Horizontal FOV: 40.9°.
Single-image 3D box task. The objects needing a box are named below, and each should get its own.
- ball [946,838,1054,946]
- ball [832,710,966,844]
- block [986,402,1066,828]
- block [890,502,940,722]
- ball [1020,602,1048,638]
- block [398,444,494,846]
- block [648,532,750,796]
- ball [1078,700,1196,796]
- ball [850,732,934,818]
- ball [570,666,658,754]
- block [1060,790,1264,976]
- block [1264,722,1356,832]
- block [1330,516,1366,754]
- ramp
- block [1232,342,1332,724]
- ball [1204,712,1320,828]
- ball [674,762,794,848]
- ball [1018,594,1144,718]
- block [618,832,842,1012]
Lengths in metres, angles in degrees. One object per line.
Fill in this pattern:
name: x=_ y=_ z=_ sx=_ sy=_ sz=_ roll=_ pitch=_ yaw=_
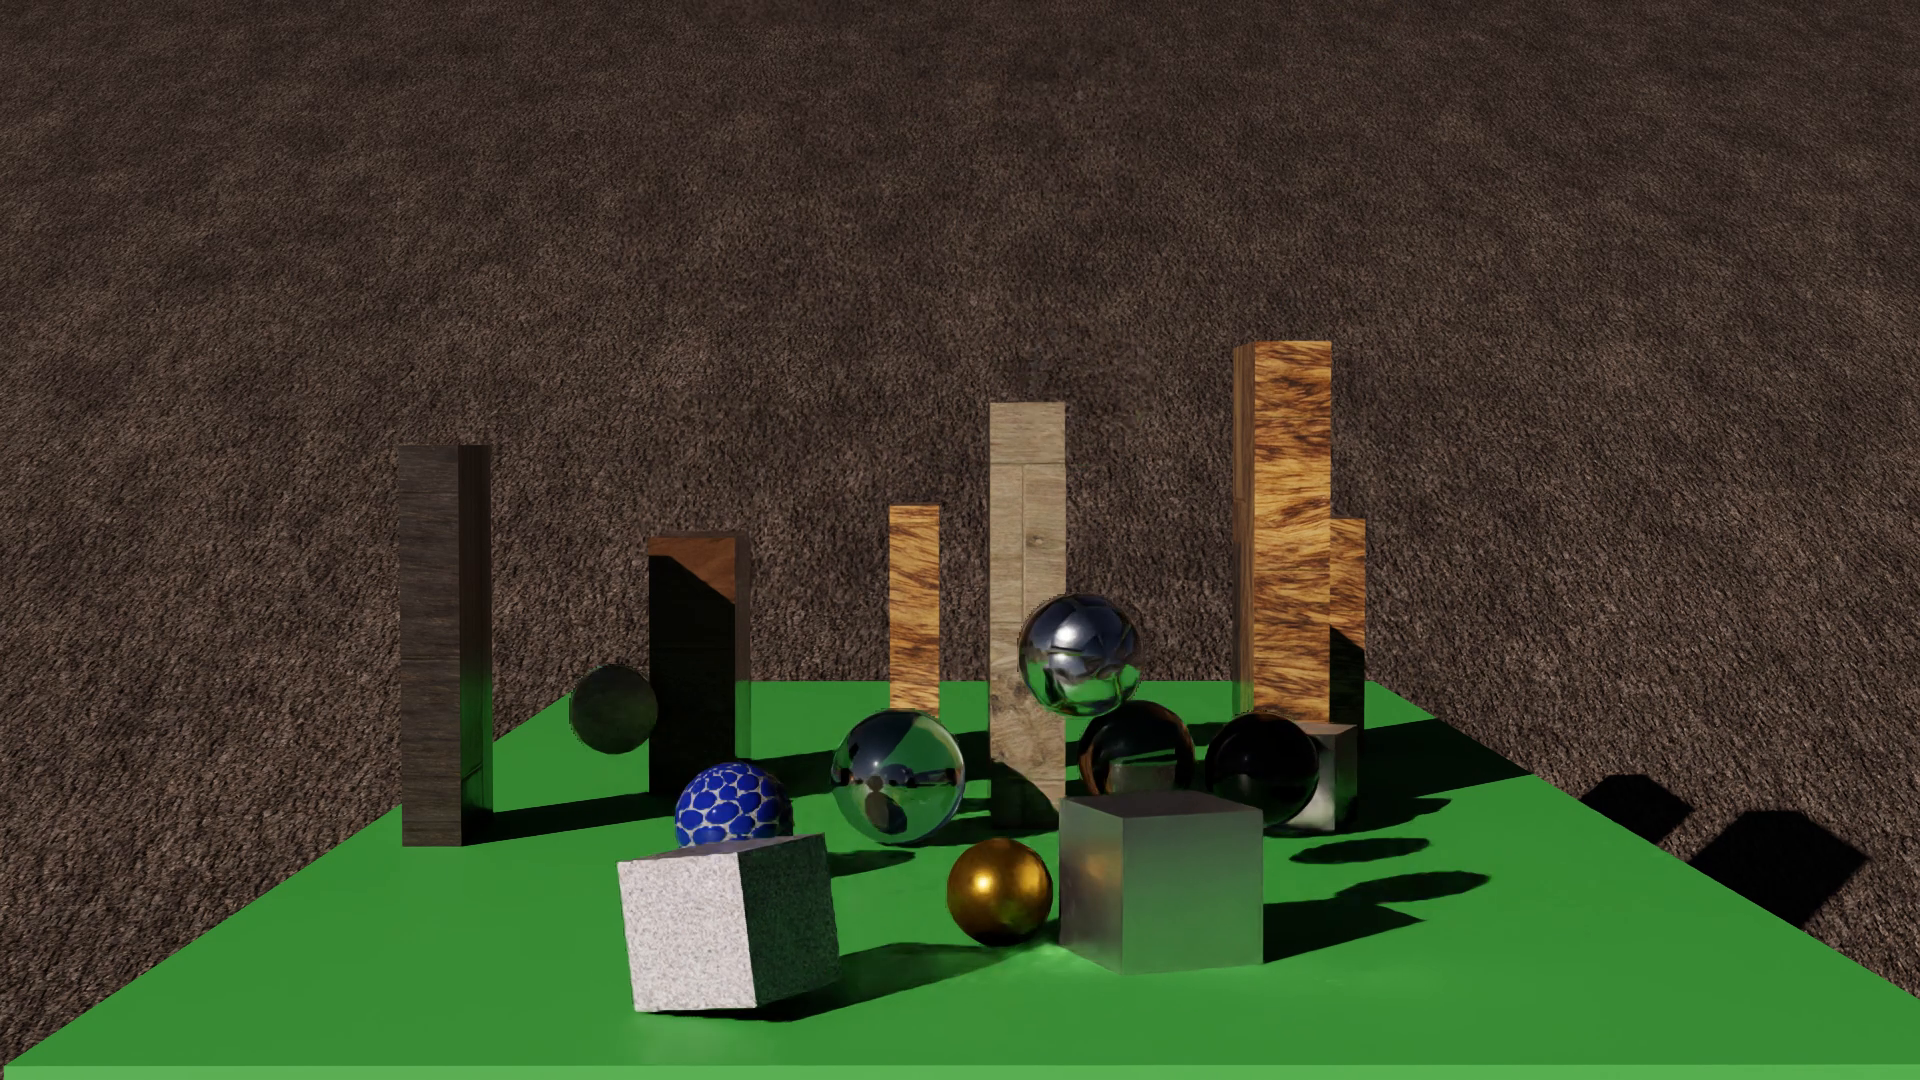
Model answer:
ball: x=0.049 y=0.429 z=3.136 sx=0.131 sy=0.131 sz=0.131 roll=0 pitch=23 yaw=0
ball: x=-0.093 y=0.361 z=3.919 sx=0.206 sy=0.206 sz=0.206 roll=0 pitch=23 yaw=0
block: x=0.107 y=0.113 z=4.262 sx=0.119 sy=0.673 sz=0.405 roll=0 pitch=2 yaw=0
block: x=-0.081 y=0.183 z=4.701 sx=0.087 sy=0.498 sz=0.274 roll=0 pitch=2 yaw=0
ball: x=0.148 y=0.143 z=3.336 sx=0.142 sy=0.142 sz=0.142 roll=0 pitch=23 yaw=0
block: x=-0.801 y=0.156 z=4.023 sx=0.090 sy=0.607 sz=0.271 roll=0 pitch=2 yaw=0
block: x=-0.463 y=0.213 z=4.610 sx=0.148 sy=0.446 sz=0.326 roll=0 pitch=2 yaw=0
ball: x=0.281 y=0.347 z=4.095 sx=0.187 sy=0.187 sz=0.187 roll=0 pitch=23 yaw=0
ball: x=-0.112 y=0.383 z=4.204 sx=0.137 sy=0.137 sz=0.137 roll=0 pitch=23 yaw=0
ball: x=-0.588 y=0.290 z=4.383 sx=0.149 sy=0.149 sz=0.149 roll=0 pitch=23 yaw=0
block: x=0.239 y=0.406 z=3.076 sx=0.182 sy=0.182 sz=0.182 roll=-1 pitch=2 yaw=-21
block: x=0.543 y=0.378 z=4.126 sx=0.153 sy=0.153 sz=0.153 roll=1 pitch=2 yaw=21
block: x=0.747 y=0.184 z=5.149 sx=0.084 sy=0.459 sz=0.255 roll=0 pitch=2 yaw=0
ramp: x=0.054 y=0.488 z=4.541 sx=2.000 sy=0.100 sz=4.000 roll=0 pitch=2 yaw=0
block: x=0.543 y=0.057 z=4.377 sx=0.124 sy=0.775 sz=0.327 roll=0 pitch=2 yaw=0
ball: x=0.466 y=0.354 z=3.978 sx=0.177 sy=0.177 sz=0.177 roll=0 pitch=23 yaw=0
ball: x=-0.315 y=0.393 z=3.589 sx=0.167 sy=0.167 sz=0.167 roll=0 pitch=23 yaw=0
ball: x=0.141 y=0.135 z=2.987 sx=0.146 sy=0.146 sz=0.146 roll=0 pitch=23 yaw=0
block: x=-0.250 y=0.416 z=2.805 sx=0.162 sy=0.162 sz=0.162 roll=-9 pitch=-3 yaw=31
